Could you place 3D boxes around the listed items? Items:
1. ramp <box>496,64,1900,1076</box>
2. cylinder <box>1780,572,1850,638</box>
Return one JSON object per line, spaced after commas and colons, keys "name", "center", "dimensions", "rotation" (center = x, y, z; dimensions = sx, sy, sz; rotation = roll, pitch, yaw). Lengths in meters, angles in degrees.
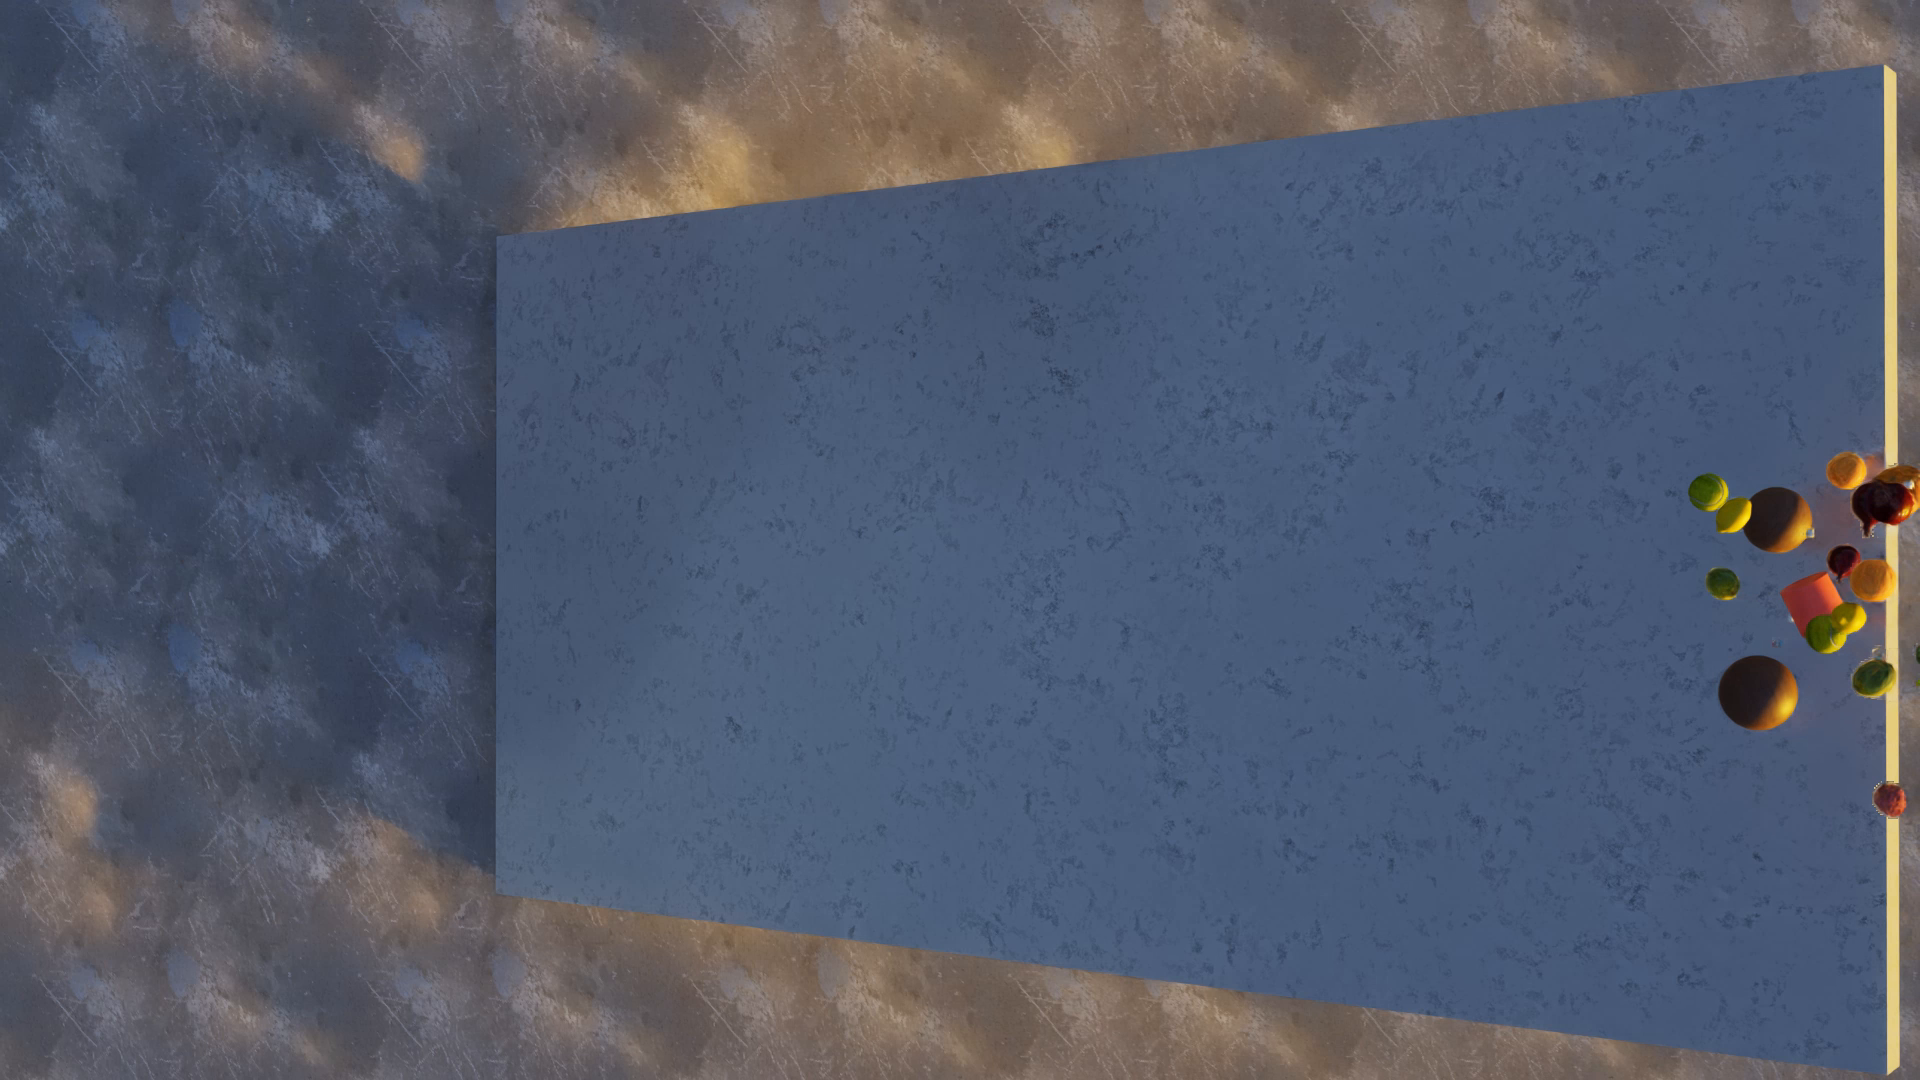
{"name": "ramp", "center": [0.239, 0.066, 5.561], "dimensions": [4.000, 0.100, 2.000], "rotation": [0, 89, 36]}
{"name": "cylinder", "center": [1.614, 0.122, 4.153], "dimensions": [0.093, 0.093, 0.093], "rotation": [-27, 88, 0]}
